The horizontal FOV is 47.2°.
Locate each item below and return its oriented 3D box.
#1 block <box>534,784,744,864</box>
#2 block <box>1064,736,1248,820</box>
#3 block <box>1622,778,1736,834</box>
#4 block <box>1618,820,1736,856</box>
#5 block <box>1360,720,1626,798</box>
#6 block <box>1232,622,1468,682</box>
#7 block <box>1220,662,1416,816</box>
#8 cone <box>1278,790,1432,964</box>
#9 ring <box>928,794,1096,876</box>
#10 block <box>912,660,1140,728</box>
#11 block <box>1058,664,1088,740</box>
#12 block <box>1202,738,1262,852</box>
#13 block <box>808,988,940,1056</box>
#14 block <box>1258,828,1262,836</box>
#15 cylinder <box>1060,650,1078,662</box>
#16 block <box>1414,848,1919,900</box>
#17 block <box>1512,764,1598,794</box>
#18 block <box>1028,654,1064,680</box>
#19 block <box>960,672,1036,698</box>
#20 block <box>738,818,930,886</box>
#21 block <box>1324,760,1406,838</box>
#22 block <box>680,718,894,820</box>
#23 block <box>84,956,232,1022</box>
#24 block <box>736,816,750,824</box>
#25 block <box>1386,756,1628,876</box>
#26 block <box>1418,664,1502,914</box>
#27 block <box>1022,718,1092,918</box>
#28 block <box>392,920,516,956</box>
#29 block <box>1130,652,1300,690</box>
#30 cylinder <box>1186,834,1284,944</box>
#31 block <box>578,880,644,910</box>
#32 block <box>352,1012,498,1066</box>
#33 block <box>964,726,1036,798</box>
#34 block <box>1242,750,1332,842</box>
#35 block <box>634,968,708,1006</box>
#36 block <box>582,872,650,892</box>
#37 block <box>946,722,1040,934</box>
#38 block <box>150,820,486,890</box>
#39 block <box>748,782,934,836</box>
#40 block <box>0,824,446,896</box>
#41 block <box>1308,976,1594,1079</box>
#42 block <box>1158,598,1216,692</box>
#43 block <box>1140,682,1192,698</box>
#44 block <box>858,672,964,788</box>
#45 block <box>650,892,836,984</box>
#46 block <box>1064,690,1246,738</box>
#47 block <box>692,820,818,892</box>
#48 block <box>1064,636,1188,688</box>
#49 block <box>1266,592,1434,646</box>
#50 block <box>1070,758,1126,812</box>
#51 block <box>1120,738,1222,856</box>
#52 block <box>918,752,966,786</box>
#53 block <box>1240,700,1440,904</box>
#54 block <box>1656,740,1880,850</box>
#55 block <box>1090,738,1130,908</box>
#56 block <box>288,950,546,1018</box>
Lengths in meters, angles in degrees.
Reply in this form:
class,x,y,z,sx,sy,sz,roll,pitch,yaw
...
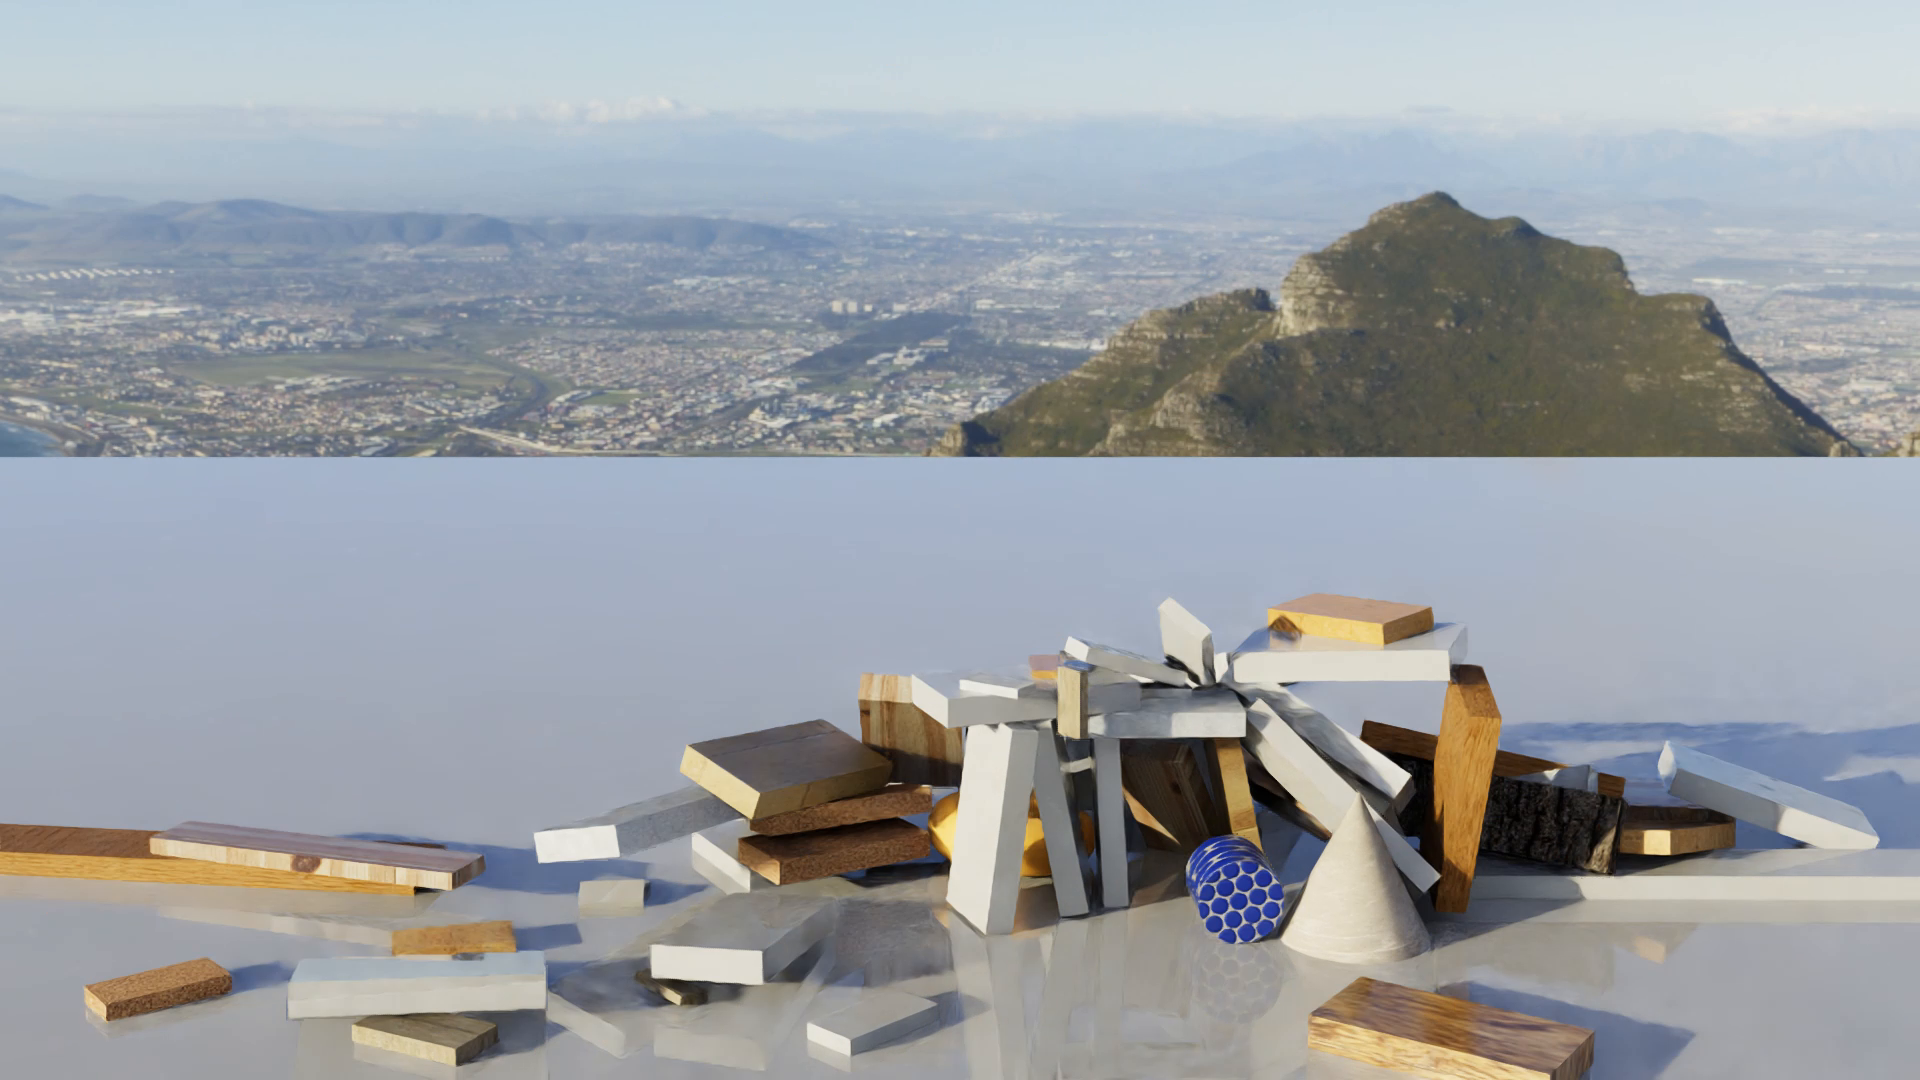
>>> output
class,x,y,z,sx,sy,sz,roll,pitch,yaw
block,-0.424,0.447,3.735,0.174,0.049,0.669,-9,0,33
block,0.342,0.403,3.921,0.436,0.175,0.049,10,3,-33
block,1.144,0.487,4.084,0.537,0.050,0.178,1,11,8
block,1.209,0.511,3.782,0.141,0.040,0.283,-3,-5,40
block,0.943,0.429,3.943,0.458,0.049,0.172,12,-26,13
block,0.640,0.183,3.599,0.349,0.049,0.175,-2,12,23
block,0.605,0.332,3.716,0.349,0.049,0.175,35,-5,20
cone,0.623,0.508,3.455,0.239,0.239,0.239,0,11,0
ring,0.090,0.507,3.829,0.297,0.099,0.297,5,8,-1
block,0.106,0.246,3.560,0.331,0.047,0.166,-4,11,-20
block,0.176,0.254,3.455,0.015,0.109,0.054,-9,13,-37
block,0.461,0.430,3.730,0.041,0.290,0.145,-13,11,-2
block,-0.122,0.681,3.111,0.087,0.025,0.175,10,14,43
block,0.487,0.529,3.955,0.104,0.015,0.052,-9,14,-39
cylinder,0.285,0.312,4.789,0.137,0.137,0.137,3,11,13
block,1.226,0.563,3.707,1.052,0.040,0.141,0,11,0
block,0.974,0.469,3.799,0.250,0.125,0.035,-16,-44,36
block,0.142,0.207,3.602,0.054,0.015,0.109,0,10,-1
block,0.060,0.230,3.474,0.109,0.015,0.054,7,13,34
block,-0.212,0.521,3.730,0.291,0.041,0.145,-6,12,-32
block,0.627,0.423,3.770,0.283,0.040,0.141,33,-14,35
block,-0.291,0.386,3.745,0.174,0.049,0.347,28,20,32
block,-1.177,0.658,3.230,0.183,0.026,0.091,-9,14,-39
block,-0.304,0.506,3.894,0.175,0.025,0.087,17,1,18
block,0.892,0.465,3.761,0.468,0.125,0.035,8,-14,33
block,0.803,0.400,3.544,0.050,0.356,0.178,4,24,1
block,0.160,0.431,3.609,0.047,0.331,0.166,-10,9,7
block,-0.785,0.625,3.409,0.183,0.026,0.091,-3,11,-15
block,0.447,0.259,4.042,0.175,0.050,0.350,4,-13,-33
cylinder,0.435,0.554,3.496,0.134,0.134,0.134,-1,11,-3
block,-0.573,0.583,3.618,0.104,0.015,0.052,-1,31,-6
block,-0.746,0.688,3.068,0.183,0.026,0.091,5,12,26
block,0.336,0.383,4.033,0.717,0.175,0.050,4,-33,-32
block,0.575,0.450,3.803,0.280,0.040,0.140,28,-14,44
block,-0.424,0.655,3.230,0.105,0.015,0.053,17,10,41
block,-0.576,0.579,3.687,0.104,0.015,0.052,6,12,27
block,0.051,0.446,3.528,0.047,0.331,0.166,4,8,-23
block,-1.083,0.528,3.697,0.586,0.029,0.102,3,11,18
block,-0.207,0.464,3.794,0.291,0.041,0.145,-6,-1,-18
block,-1.406,0.545,3.797,1.024,0.041,0.145,1,11,8
block,0.672,0.686,3.020,0.344,0.049,0.172,7,13,34
block,0.373,0.172,3.606,0.026,0.184,0.092,-43,63,-15
block,0.327,0.248,3.644,0.104,0.015,0.052,-2,10,-10
block,-0.083,0.340,3.884,0.175,0.050,0.350,4,-29,2
block,-0.324,0.603,3.348,0.172,0.049,0.344,1,4,14
block,0.313,0.284,3.603,0.290,0.041,0.145,0,11,-1
block,-0.358,0.544,3.817,0.128,0.036,0.256,-6,12,-29
block,0.275,0.201,3.634,0.185,0.026,0.092,15,4,-20
block,0.646,0.130,3.649,0.125,0.035,0.250,-15,14,-37
block,0.253,0.412,3.804,0.185,0.092,0.026,-13,36,-29
block,0.358,0.444,3.787,0.140,0.280,0.040,6,51,29
block,-0.066,0.448,4.365,0.087,0.025,0.175,5,12,27
block,0.610,0.431,3.583,0.040,0.399,0.140,-41,-16,-13
block,1.434,0.465,3.917,0.356,0.050,0.178,19,14,7
block,0.246,0.445,3.648,0.041,0.290,0.145,-4,11,0
block,-0.771,0.634,3.148,0.347,0.049,0.174,0,0,-11
